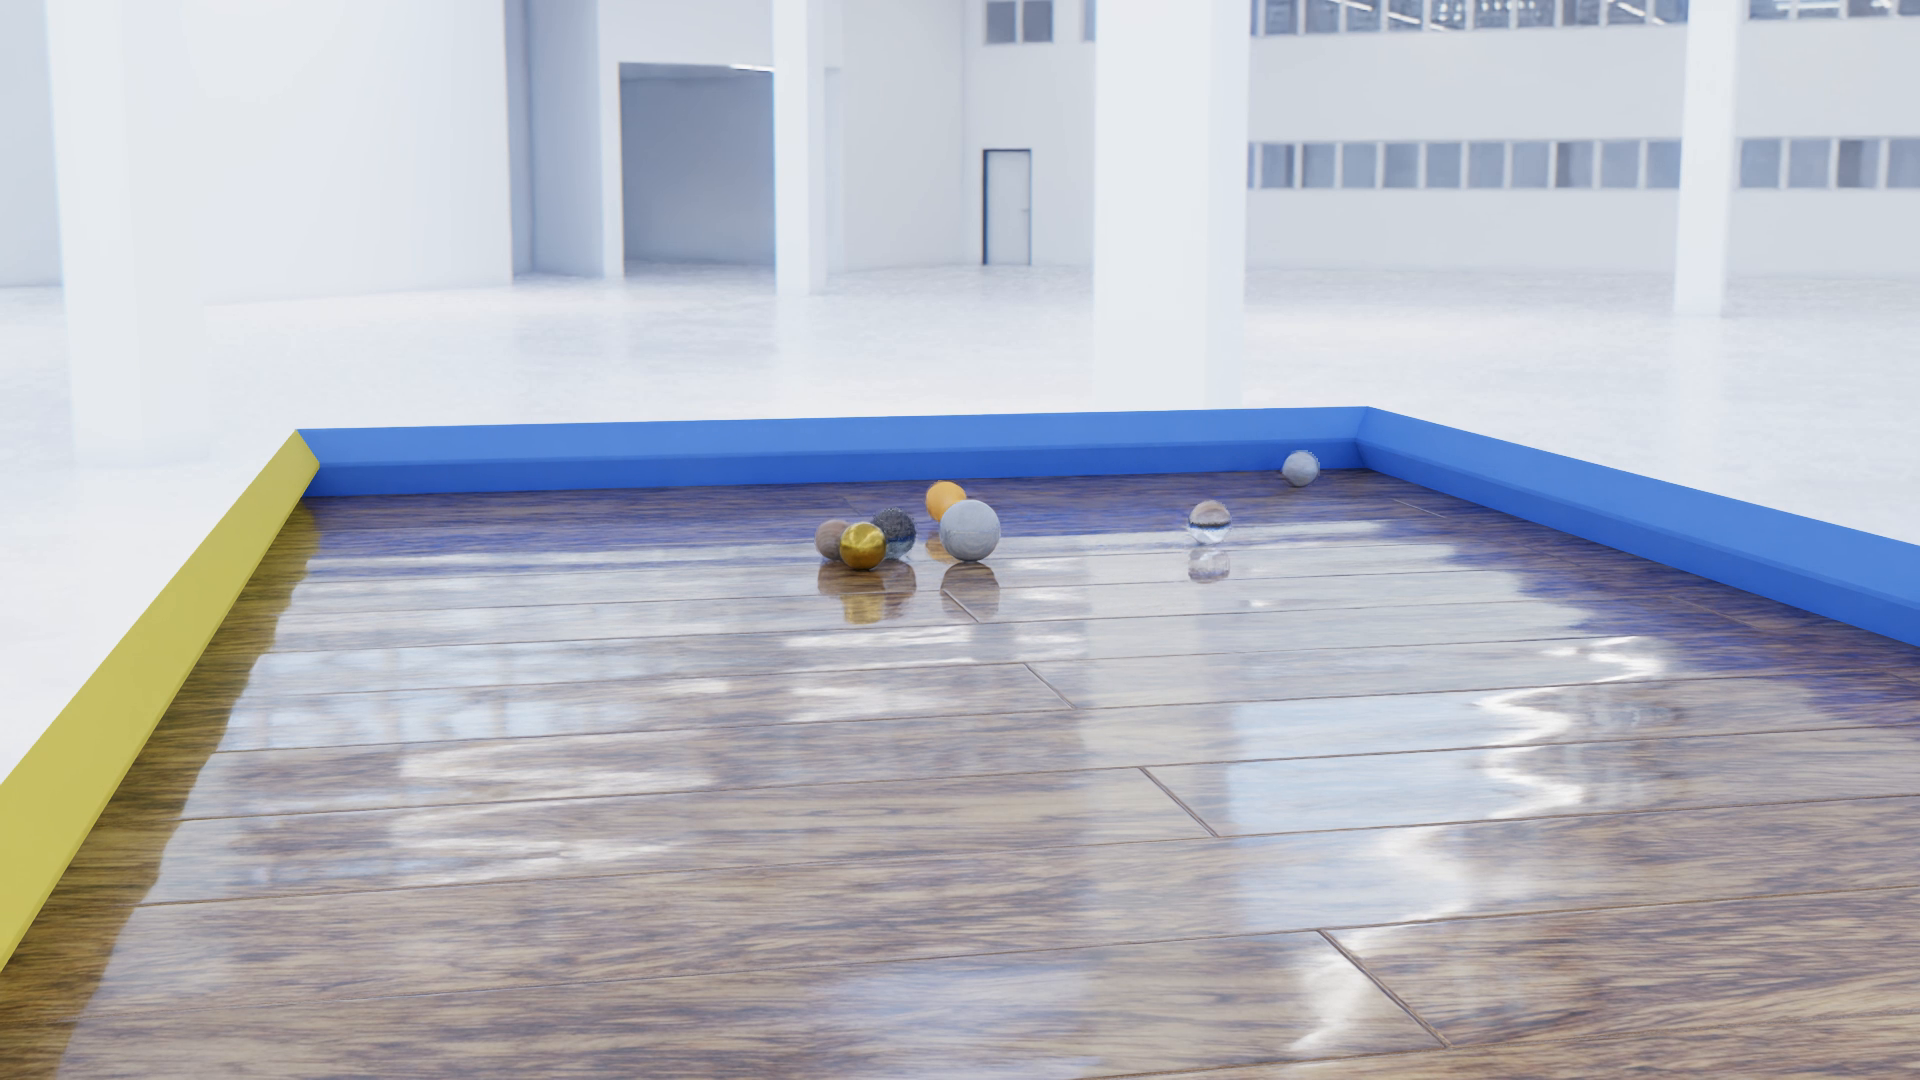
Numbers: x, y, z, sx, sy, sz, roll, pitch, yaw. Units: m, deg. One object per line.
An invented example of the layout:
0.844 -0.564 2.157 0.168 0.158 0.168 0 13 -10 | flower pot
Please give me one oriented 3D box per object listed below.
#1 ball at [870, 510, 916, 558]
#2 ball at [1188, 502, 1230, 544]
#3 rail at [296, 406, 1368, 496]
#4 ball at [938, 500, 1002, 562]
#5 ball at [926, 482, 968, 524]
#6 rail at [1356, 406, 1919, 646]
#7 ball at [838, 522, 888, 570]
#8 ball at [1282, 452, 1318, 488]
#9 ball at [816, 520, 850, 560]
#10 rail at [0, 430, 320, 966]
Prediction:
-0.108 -0.009 3.445 0.077 0.077 0.077 0 9 0 | ball
0.407 -0.028 3.585 0.069 0.069 0.069 0 9 0 | ball
-0.196 -0.176 4.318 2.135 0.126 0.045 -2 9 -12 | rail
0.015 -0.015 3.414 0.097 0.097 0.097 0 9 0 | ball
-0.024 -0.064 3.795 0.073 0.073 0.073 0 9 0 | ball
1.222 0.094 2.642 0.045 0.126 3.948 -2 9 -12 | rail
-0.148 0.009 3.340 0.074 0.074 0.074 0 9 0 | ball
0.660 -0.136 4.262 0.068 0.068 0.068 0 9 0 | ball
-0.192 0.000 3.428 0.065 0.065 0.065 0 9 0 | ball
-0.821 0.162 2.223 0.045 0.126 3.948 -2 9 -12 | rail
